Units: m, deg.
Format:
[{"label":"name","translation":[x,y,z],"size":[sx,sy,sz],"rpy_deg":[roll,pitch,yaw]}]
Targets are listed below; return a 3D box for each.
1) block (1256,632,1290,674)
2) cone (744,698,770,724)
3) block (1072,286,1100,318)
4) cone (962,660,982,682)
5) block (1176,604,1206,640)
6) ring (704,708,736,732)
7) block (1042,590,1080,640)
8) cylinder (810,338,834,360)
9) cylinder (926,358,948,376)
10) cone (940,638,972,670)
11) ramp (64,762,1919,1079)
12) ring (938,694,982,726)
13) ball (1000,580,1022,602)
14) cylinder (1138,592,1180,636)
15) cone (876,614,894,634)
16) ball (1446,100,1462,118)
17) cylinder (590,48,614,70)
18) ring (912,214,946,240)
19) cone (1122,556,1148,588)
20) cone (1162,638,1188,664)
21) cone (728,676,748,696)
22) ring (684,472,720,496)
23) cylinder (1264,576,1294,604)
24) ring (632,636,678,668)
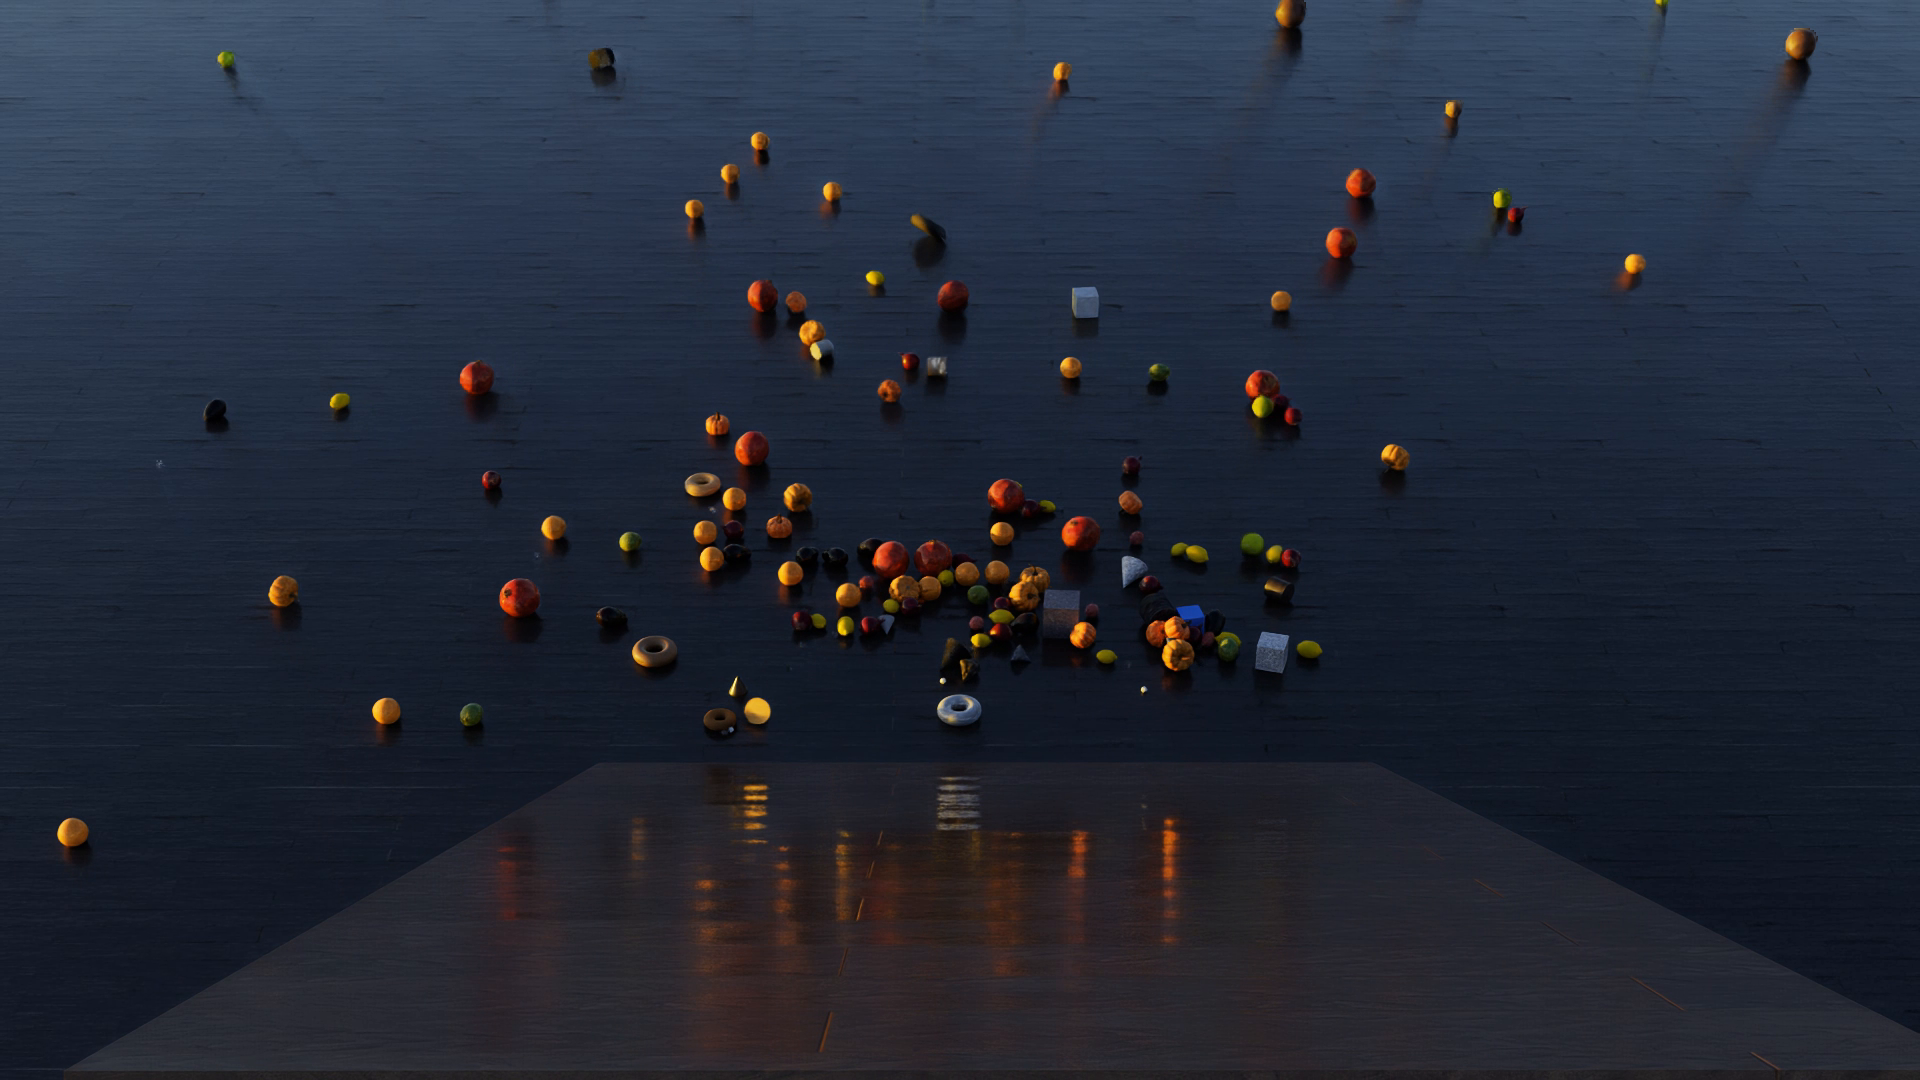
[{"label":"block","translation":[0.870,0.313,7.213],"size":[0.077,0.077,0.077],"rpy_deg":[9,32,14]},{"label":"cone","translation":[-0.538,0.459,7.012],"size":[0.073,0.073,0.073],"rpy_deg":[8,5,13]},{"label":"block","translation":[0.442,-0.837,9.126],"size":[0.080,0.080,0.080],"rpy_deg":[-4,31,-6]},{"label":"cone","translation":[0.020,0.371,7.164],"size":[0.060,0.060,0.060],"rpy_deg":[16,70,25]},{"label":"block","translation":[0.653,0.233,7.357],"size":[0.066,0.066,0.066],"rpy_deg":[-6,32,-11]},{"label":"ring","translation":[-0.646,0.484,6.974],"size":[0.089,0.030,0.089],"rpy_deg":[1,30,0]},{"label":"block","translation":[0.288,0.211,7.360],"size":[0.100,0.100,0.100],"rpy_deg":[2,31,4]},{"label":"cylinder","translation":[-0.470,-0.651,8.838],"size":[0.057,0.057,0.057],"rpy_deg":[-24,38,-34]},{"label":"cylinder","translation":[-0.077,-0.582,8.718],"size":[0.062,0.062,0.062],"rpy_deg":[4,31,6]},{"label":"cone","translation":[-0.030,0.335,7.213],"size":[0.088,0.088,0.088],"rpy_deg":[28,67,38]},{"label":"ramp","translation":[0.069,0.612,4.685],"size":[2.000,0.100,4.000],"rpy_deg":[0,0,0]},{"label":"ring","translation":[-0.002,0.460,7.004],"size":[0.121,0.040,0.121],"rpy_deg":[-1,31,1]},{"label":"ball","translation":[0.148,0.149,7.500],"size":[0.062,0.062,0.062],"rpy_deg":[0,31,0]},{"label":"cylinder","translation":[0.566,0.212,7.368],"size":[0.090,0.090,0.090],"rpy_deg":[-9,32,-14]},{"label":"cone","translation":[-0.210,0.248,7.373],"size":[0.052,0.052,0.052],"rpy_deg":[-2,58,-4]},{"label":"ball","translation":[2.041,-1.781,10.710],"size":[0.069,0.069,0.069],"rpy_deg":[0,31,0]},{"label":"cylinder","translation":[-1.550,-2.084,11.206],"size":[0.078,0.078,0.078],"rpy_deg":[27,40,37]},{"label":"ring","translation":[-0.117,-1.168,9.654],"size":[0.141,0.047,0.141],"rpy_deg":[30,6,-4]},{"label":"cone","translation":[0.496,0.108,7.591],"size":[0.087,0.087,0.087],"rpy_deg":[15,61,24]},{"label":"cone","translation":[0.594,0.323,7.241],"size":[0.072,0.072,0.072],"rpy_deg":[9,59,14]},{"label":"cone","translation":[-0.609,0.393,7.102],"size":[0.054,0.054,0.054],"rpy_deg":[0,31,0]},{"label":"ring","translation":[-0.801,-0.172,8.060],"size":[0.114,0.038,0.114],"rpy_deg":[-1,31,1]},{"label":"cylinder","translation":[0.926,0.145,7.507],"size":[0.063,0.063,0.063],"rpy_deg":[25,39,35]},{"label":"ring","translation":[-0.854,0.312,7.248],"size":[0.127,0.042,0.127],"rpy_deg":[0,32,0]}]
